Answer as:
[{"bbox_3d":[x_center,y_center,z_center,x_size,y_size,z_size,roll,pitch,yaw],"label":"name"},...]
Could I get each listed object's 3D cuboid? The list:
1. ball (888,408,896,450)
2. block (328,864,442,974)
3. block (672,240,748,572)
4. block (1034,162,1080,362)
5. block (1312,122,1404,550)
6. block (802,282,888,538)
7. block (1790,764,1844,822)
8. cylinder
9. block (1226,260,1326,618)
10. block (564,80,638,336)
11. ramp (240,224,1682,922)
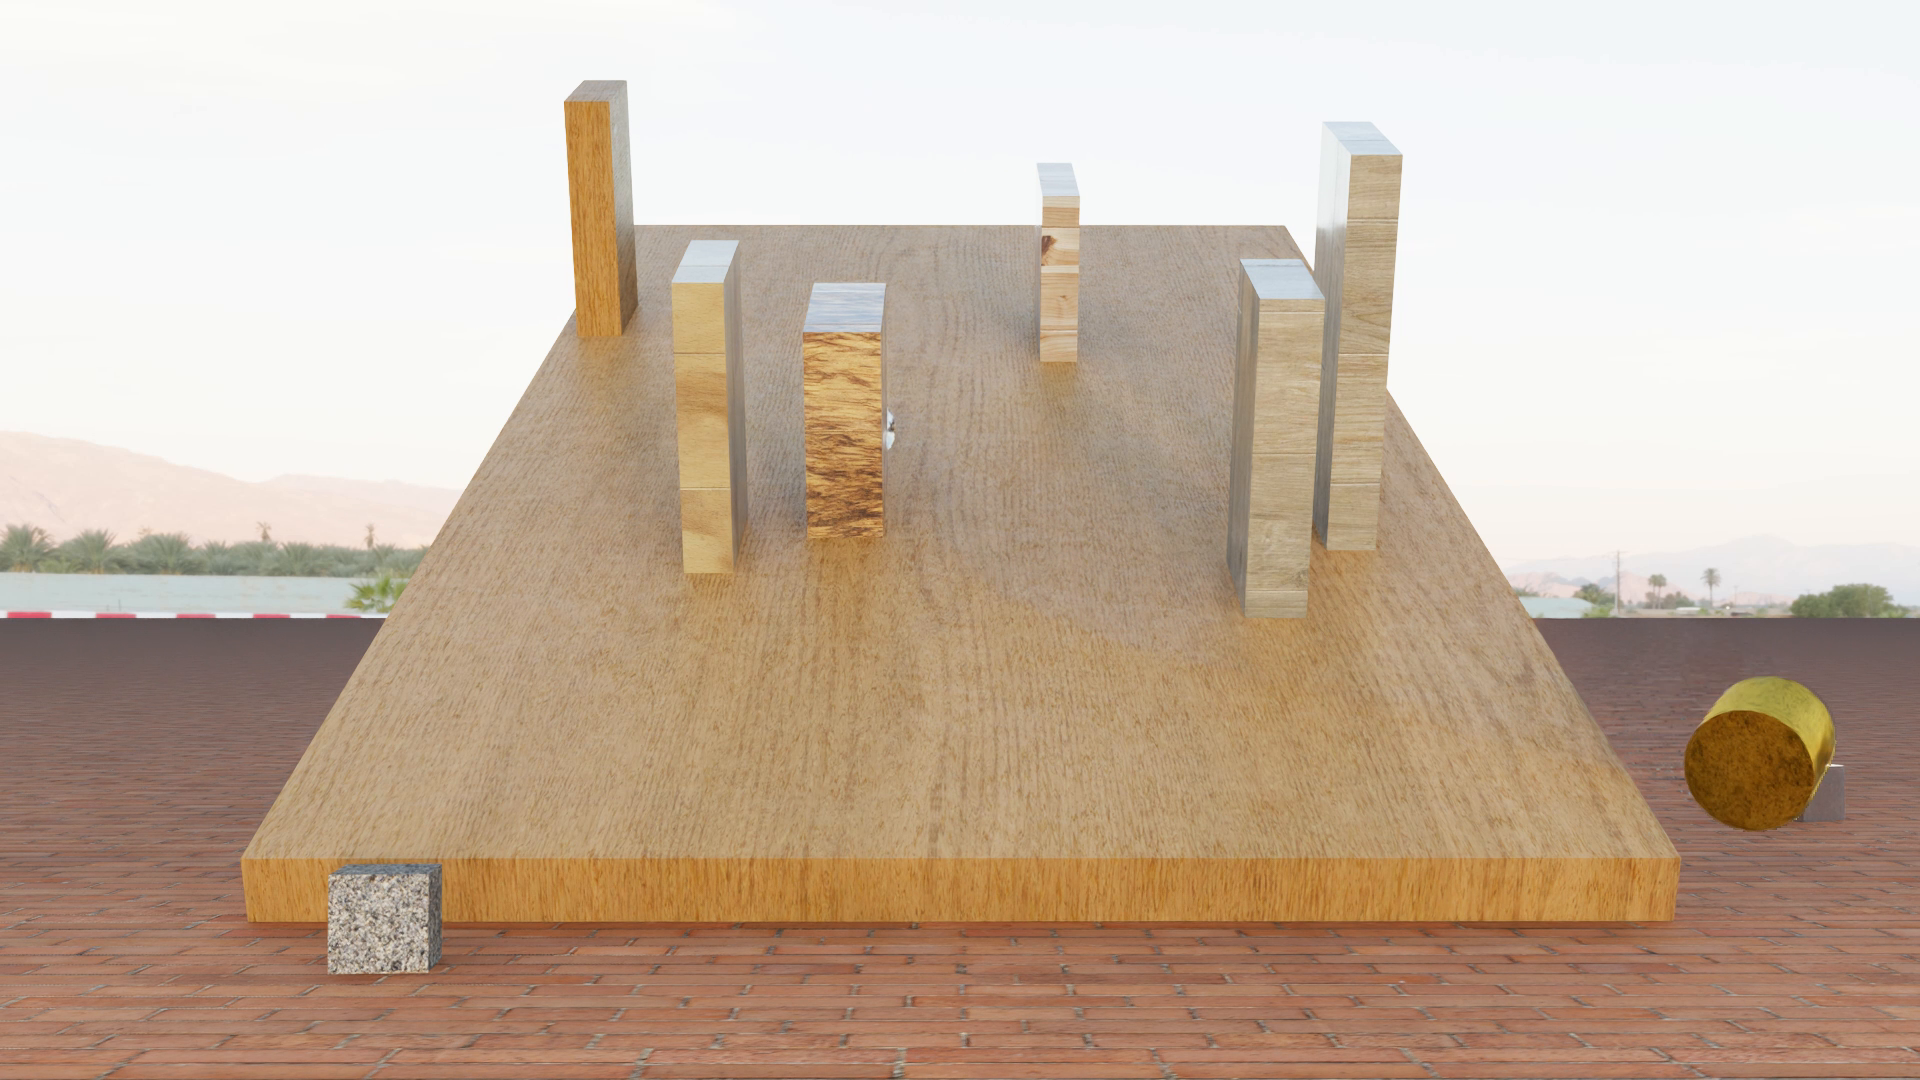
[{"bbox_3d":[-0.209,-0.231,4.743,0.151,0.151,0.151,0,-2,0],"label":"ball"},{"bbox_3d":[-0.705,0.464,2.794,0.118,0.118,0.118,0,-2,-5],"label":"block"},{"bbox_3d":[-0.462,-0.252,4.232,0.091,0.546,0.327,0,20,0],"label":"block"},{"bbox_3d":[0.237,-0.692,5.616,0.089,0.404,0.409,0,20,0],"label":"block"},{"bbox_3d":[0.738,-0.390,4.314,0.093,0.750,0.332,0,20,0],"label":"block"},{"bbox_3d":[-0.220,-0.260,4.452,0.144,0.406,0.373,0,20,0],"label":"block"},{"bbox_3d":[1.768,0.528,4.765,0.114,0.114,0.114,1,-2,-24],"label":"block"},{"bbox_3d":[1.185,0.313,3.367,0.182,0.182,0.182,-1,12,30],"label":"cylinder"},{"bbox_3d":[0.552,-0.181,4.008,0.108,0.573,0.282,0,20,0],"label":"block"},{"bbox_3d":[-0.904,-0.842,5.752,0.110,0.587,0.323,0,20,0],"label":"block"},{"bbox_3d":[-0.005,-0.211,5.046,2.000,0.100,4.000,0,20,0],"label":"ramp"}]
